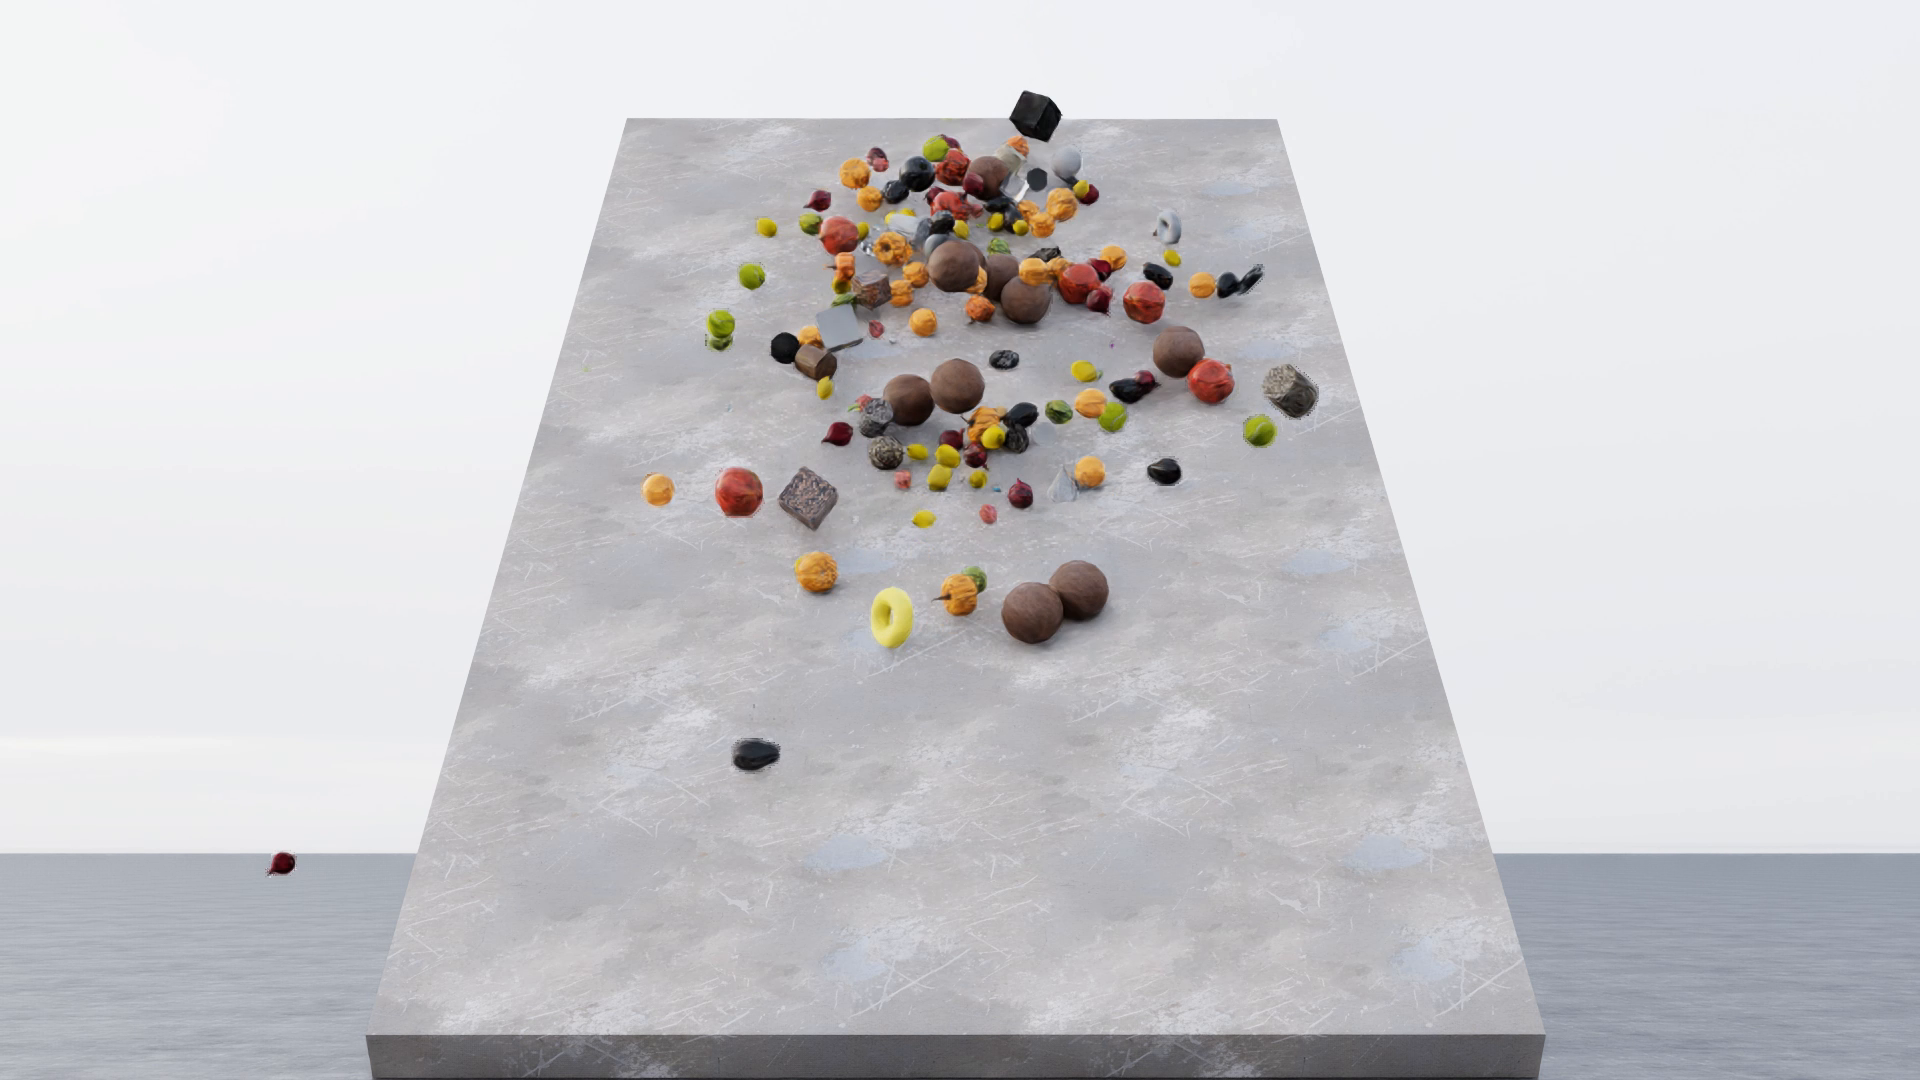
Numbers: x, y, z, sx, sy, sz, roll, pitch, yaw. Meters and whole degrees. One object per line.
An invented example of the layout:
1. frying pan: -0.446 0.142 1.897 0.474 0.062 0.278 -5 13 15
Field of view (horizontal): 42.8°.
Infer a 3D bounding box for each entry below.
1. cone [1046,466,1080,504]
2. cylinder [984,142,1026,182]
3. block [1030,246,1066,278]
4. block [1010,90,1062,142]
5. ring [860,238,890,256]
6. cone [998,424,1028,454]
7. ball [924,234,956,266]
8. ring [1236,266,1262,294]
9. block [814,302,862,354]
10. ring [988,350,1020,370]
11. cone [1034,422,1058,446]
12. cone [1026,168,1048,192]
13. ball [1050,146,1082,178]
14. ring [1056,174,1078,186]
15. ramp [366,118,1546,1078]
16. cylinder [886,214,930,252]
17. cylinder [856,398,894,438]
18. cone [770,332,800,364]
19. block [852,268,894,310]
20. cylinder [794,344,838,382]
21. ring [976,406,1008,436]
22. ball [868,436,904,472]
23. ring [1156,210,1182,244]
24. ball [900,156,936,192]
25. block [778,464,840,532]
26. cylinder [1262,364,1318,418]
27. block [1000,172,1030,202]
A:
1. cone: 0.238 -0.138 5.625 0.078 0.078 0.078 0 32 0
2. cylinder: 0.132 -1.092 7.093 0.086 0.086 0.086 -50 -27 16
3. block: 0.236 -0.747 6.588 0.060 0.060 0.060 3 31 41
4. block: 0.221 -1.234 7.130 0.097 0.097 0.097 23 -10 31
5. ring: -0.234 -0.807 6.729 0.080 0.027 0.080 1 33 -1
6. cone: 0.114 -0.236 5.823 0.069 0.069 0.069 7 -9 -44
7. ball: -0.054 -0.760 6.415 0.086 0.086 0.086 0 -7 0
8. ring: 0.757 -0.680 6.405 0.030 0.089 0.089 44 -12 -3
9. block: -0.291 -0.506 5.864 0.090 0.090 0.090 -18 -2 -4
10. ring: 0.112 -0.455 6.175 0.079 0.026 0.079 -1 31 0
11. cone: 0.204 -0.253 5.855 0.057 0.057 0.057 0 5 4
12. cone: 0.213 -1.044 7.100 0.067 0.067 0.067 2 7 -16
13. ball: 0.303 -1.083 7.013 0.090 0.090 0.090 0 -7 0
14. ring: 0.308 -1.051 7.089 0.078 0.026 0.078 32 10 -6
15. ramp: -0.015 -0.187 5.867 2.000 0.100 4.000 0 32 0
16. cylinder: -0.143 -0.845 6.724 0.090 0.090 0.090 14 -2 22
17. cylinder: -0.202 -0.289 5.844 0.070 0.070 0.070 3 -30 -21
18. cone: -0.434 -0.487 6.212 0.079 0.079 0.079 -1 6 9
19. block: -0.229 -0.654 6.387 0.071 0.071 0.071 -29 35 -25
20. cylinder: -0.359 -0.440 6.099 0.076 0.076 0.076 29 12 36
21. ring: 0.076 -0.285 5.850 0.094 0.031 0.094 -42 5 4
22. ball: -0.172 -0.203 5.719 0.084 0.084 0.084 0 -7 0
23. ring: 0.554 -0.830 6.503 0.031 0.094 0.094 -18 1 -25
24. ball: -0.115 -0.992 6.634 0.099 0.099 0.099 0 -7 0
25. block: -0.338 -0.093 5.468 0.094 0.094 0.094 35 -10 8
26. cylinder: 0.779 -0.353 5.790 0.094 0.094 0.094 -6 -30 42
27. block: 0.151 -0.986 6.833 0.056 0.056 0.056 34 2 12
